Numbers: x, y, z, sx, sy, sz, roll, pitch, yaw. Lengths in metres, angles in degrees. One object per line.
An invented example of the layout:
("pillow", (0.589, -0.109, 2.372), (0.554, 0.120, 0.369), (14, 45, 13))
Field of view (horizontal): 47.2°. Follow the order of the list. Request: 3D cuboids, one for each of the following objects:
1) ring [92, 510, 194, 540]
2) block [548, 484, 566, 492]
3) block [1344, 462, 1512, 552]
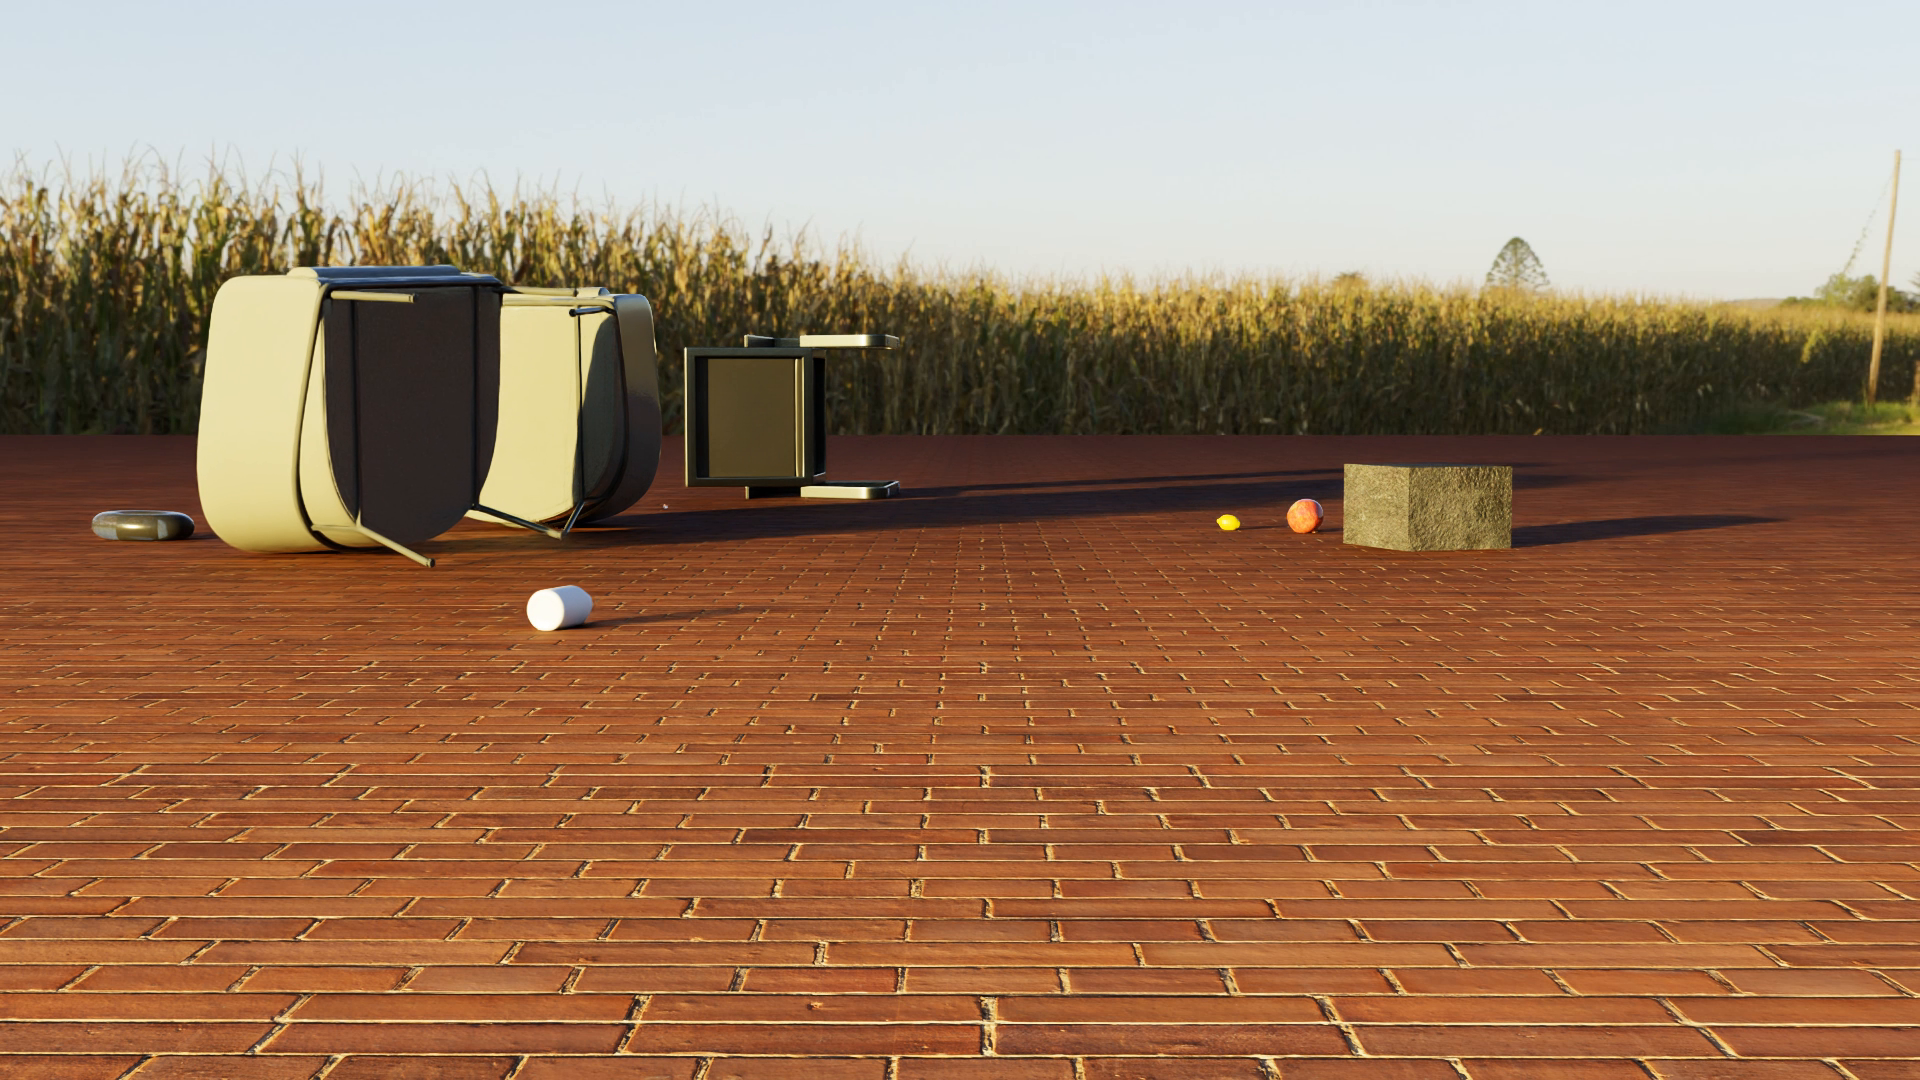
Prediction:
("ring", (-2.446, -0.042, 6.582), (0.345, 0.082, 0.196), (2, 5, 20))
("block", (-1.756, -0.228, 9.594), (0.059, 0.037, 0.059), (-2, 5, -31))
("block", (1.336, -0.099, 6.301), (0.334, 0.231, 0.353), (-1, 4, -20))
